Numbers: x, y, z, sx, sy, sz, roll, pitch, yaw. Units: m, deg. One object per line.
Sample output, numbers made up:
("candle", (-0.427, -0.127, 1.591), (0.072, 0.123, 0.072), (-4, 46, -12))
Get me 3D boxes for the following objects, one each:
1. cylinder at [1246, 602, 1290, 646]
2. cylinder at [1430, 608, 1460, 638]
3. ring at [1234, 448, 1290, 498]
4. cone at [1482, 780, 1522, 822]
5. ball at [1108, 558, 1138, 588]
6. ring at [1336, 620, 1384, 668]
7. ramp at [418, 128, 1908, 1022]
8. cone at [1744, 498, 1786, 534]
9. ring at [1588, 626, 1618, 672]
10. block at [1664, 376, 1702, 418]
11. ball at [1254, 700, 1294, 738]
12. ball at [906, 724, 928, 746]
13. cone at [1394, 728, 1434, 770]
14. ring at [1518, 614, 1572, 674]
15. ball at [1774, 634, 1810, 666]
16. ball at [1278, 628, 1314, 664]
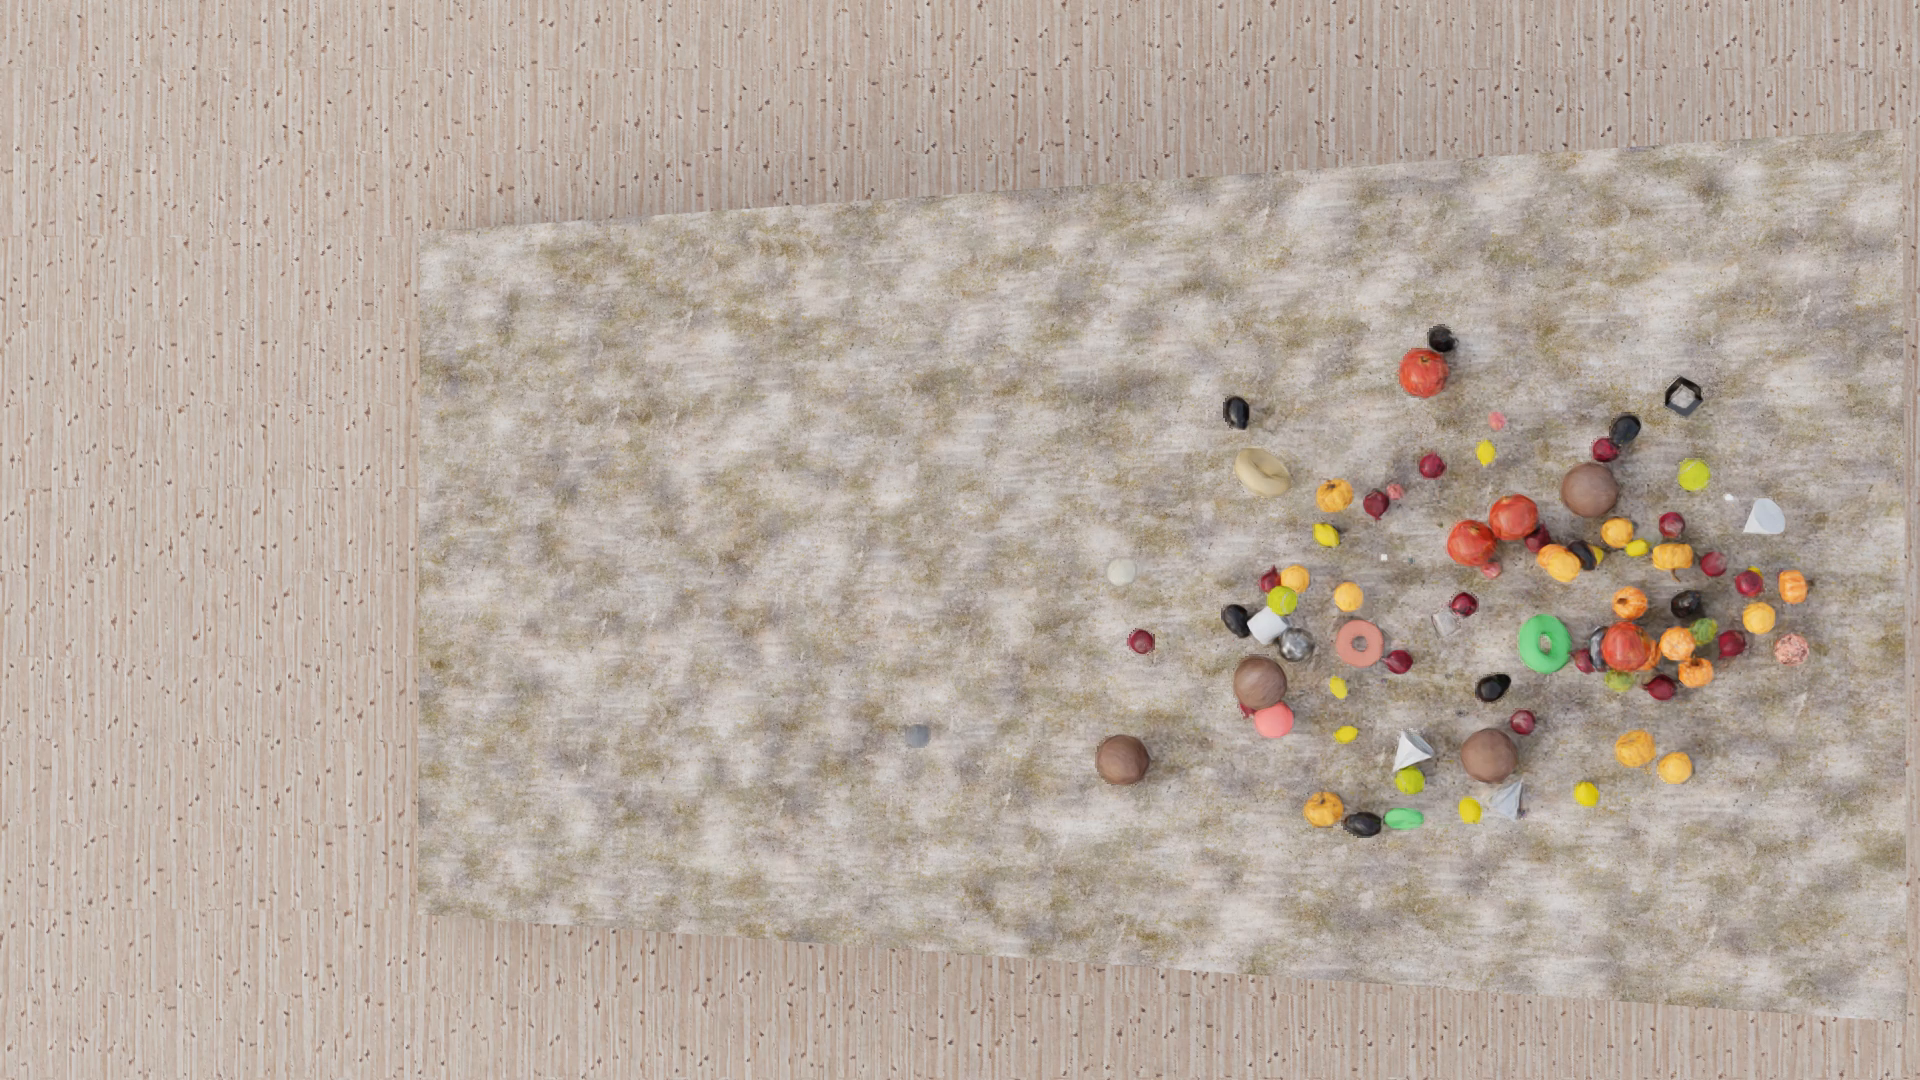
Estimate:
("cylinder", (0.763, 0.208, 5.432), (0.077, 0.077, 0.077), (-40, 89, 17))
("cylinder", (1.154, 0.197, 5.230), (0.055, 0.055, 0.055), (-19, 86, 0))
("ring", (0.730, -0.163, 5.307), (0.148, 0.148, 0.049), (31, 124, 0))
("cone", (1.303, 0.602, 5.203), (0.093, 0.093, 0.093), (35, 94, 0))
("ball", (0.411, 0.082, 5.579), (0.076, 0.076, 0.076), (0, 89, 0))
("ring", (0.976, 0.253, 5.364), (0.118, 0.039, 0.118), (0, 90, 22))
("ramp", (0.283, 0.086, 5.727), (4.000, 0.100, 2.000), (0, 89, 22))
("cone", (1.808, -0.035, 4.993), (0.089, 0.089, 0.089), (10, 61, -20))
("ring", (1.490, 0.253, 5.096), (0.036, 0.109, 0.109), (2, 89, 40))
("block", (1.660, -0.329, 5.047), (0.056, 0.056, 0.056), (27, 132, -12))
("ball", (0.774, 0.442, 5.415), (0.095, 0.095, 0.095), (0, 89, 0))
("ball", (-0.112, 0.515, 5.799), (0.058, 0.058, 0.058), (0, 89, 0))
("cone", (1.070, 0.521, 5.282), (0.097, 0.097, 0.097), (36, 109, 0))
("ring", (1.371, 0.244, 5.154), (0.140, 0.047, 0.140), (4, 79, -22))
("ball", (1.881, 0.249, 4.972), (0.075, 0.075, 0.075), (0, 89, 0))
("ball", (0.825, 0.259, 5.400), (0.088, 0.088, 0.088), (0, 89, 0))
